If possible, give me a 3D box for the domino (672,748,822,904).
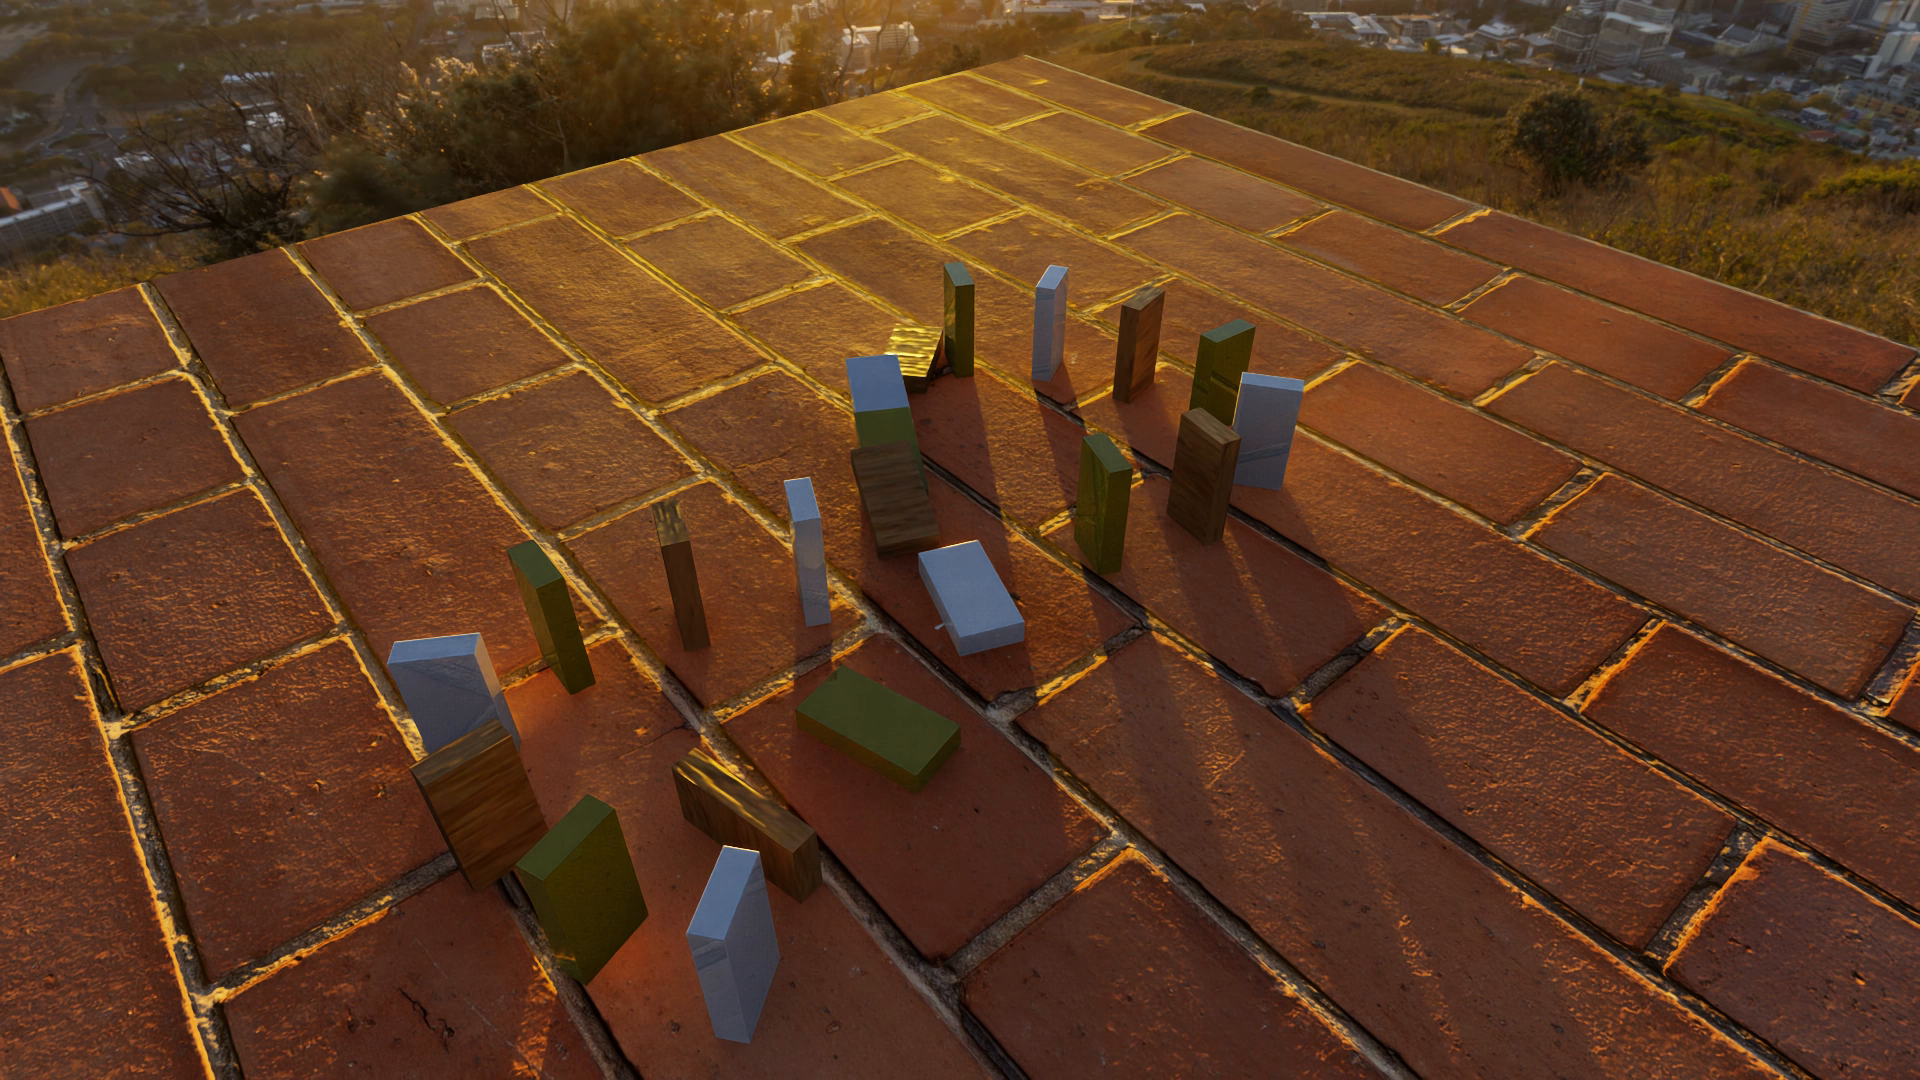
[{"bbox_3d":[-0.064,0.085,0.328,0.050,0.025,0.009,26,46,28],"label":"domino"}]

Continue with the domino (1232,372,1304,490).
[{"bbox_3d":[0.128,-0.046,0.467,0.025,0.050,0.009,10,40,12],"label":"domino"}]

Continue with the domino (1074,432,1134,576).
[{"bbox_3d":[0.055,-0.014,0.428,0.009,0.050,0.025,-12,41,-14],"label":"domino"}]

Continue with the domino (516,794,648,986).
[{"bbox_3d":[-0.100,0.095,0.296,0.009,0.050,0.025,20,43,22],"label":"domino"}]

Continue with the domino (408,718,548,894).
[{"bbox_3d":[-0.137,0.077,0.317,0.025,0.050,0.010,-32,49,-33],"label":"domino"}]

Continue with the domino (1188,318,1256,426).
[{"bbox_3d":[0.118,-0.073,0.501,0.025,0.050,0.009,-25,45,-27],"label":"domino"}]

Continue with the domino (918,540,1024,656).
[{"bbox_3d":[0.004,0.021,0.418,0.025,0.010,0.050,-12,41,-15],"label":"domino"}]

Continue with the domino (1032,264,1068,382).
[{"bbox_3d":[0.044,-0.106,0.541,0.010,0.050,0.025,12,41,15],"label":"domino"}]

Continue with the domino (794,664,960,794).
[{"bbox_3d":[-0.027,0.062,0.367,0.050,0.010,0.025,23,45,26],"label":"domino"}]

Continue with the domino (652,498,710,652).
[{"bbox_3d":[-0.100,0.013,0.396,0.010,0.050,0.025,-13,41,-15],"label":"domino"}]

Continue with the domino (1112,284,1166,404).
[{"bbox_3d":[0.085,-0.093,0.525,0.009,0.050,0.025,24,45,27],"label":"domino"}]

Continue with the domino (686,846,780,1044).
[{"bbox_3d":[-0.057,0.105,0.283,0.010,0.050,0.025,7,40,9],"label":"domino"}]

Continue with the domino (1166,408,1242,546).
[{"bbox_3d":[0.097,-0.025,0.442,0.010,0.050,0.025,-19,43,-22],"label":"domino"}]

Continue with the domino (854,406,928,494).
[{"bbox_3d":[-0.030,-0.036,0.480,0.025,0.010,0.050,-7,51,-9],"label":"domino"}]

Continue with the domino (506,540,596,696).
[{"bbox_3d":[-0.140,0.027,0.378,0.010,0.050,0.025,-27,46,-29],"label":"domino"}]

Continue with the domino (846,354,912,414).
[{"bbox_3d":[-0.038,-0.066,0.516,0.025,0.010,0.050,-7,52,-9],"label":"domino"}]

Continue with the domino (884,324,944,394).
[{"bbox_3d":[-0.025,-0.092,0.556,0.025,0.010,0.050,6,40,7],"label":"domino"}]

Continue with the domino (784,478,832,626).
[{"bbox_3d":[-0.056,0.005,0.406,0.010,0.050,0.025,-9,40,-11],"label":"domino"}]

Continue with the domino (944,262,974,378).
[{"bbox_3d":[-0.001,-0.109,0.544,0.010,0.050,0.025,-8,40,-10],"label":"domino"}]

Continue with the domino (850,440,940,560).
[{"bbox_3d":[-0.027,-0.017,0.453,0.025,0.010,0.050,-12,58,-12],"label":"domino"}]

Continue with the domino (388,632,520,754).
[{"bbox_3d":[-0.159,0.052,0.348,0.025,0.050,0.009,-6,40,-7],"label":"domino"}]
